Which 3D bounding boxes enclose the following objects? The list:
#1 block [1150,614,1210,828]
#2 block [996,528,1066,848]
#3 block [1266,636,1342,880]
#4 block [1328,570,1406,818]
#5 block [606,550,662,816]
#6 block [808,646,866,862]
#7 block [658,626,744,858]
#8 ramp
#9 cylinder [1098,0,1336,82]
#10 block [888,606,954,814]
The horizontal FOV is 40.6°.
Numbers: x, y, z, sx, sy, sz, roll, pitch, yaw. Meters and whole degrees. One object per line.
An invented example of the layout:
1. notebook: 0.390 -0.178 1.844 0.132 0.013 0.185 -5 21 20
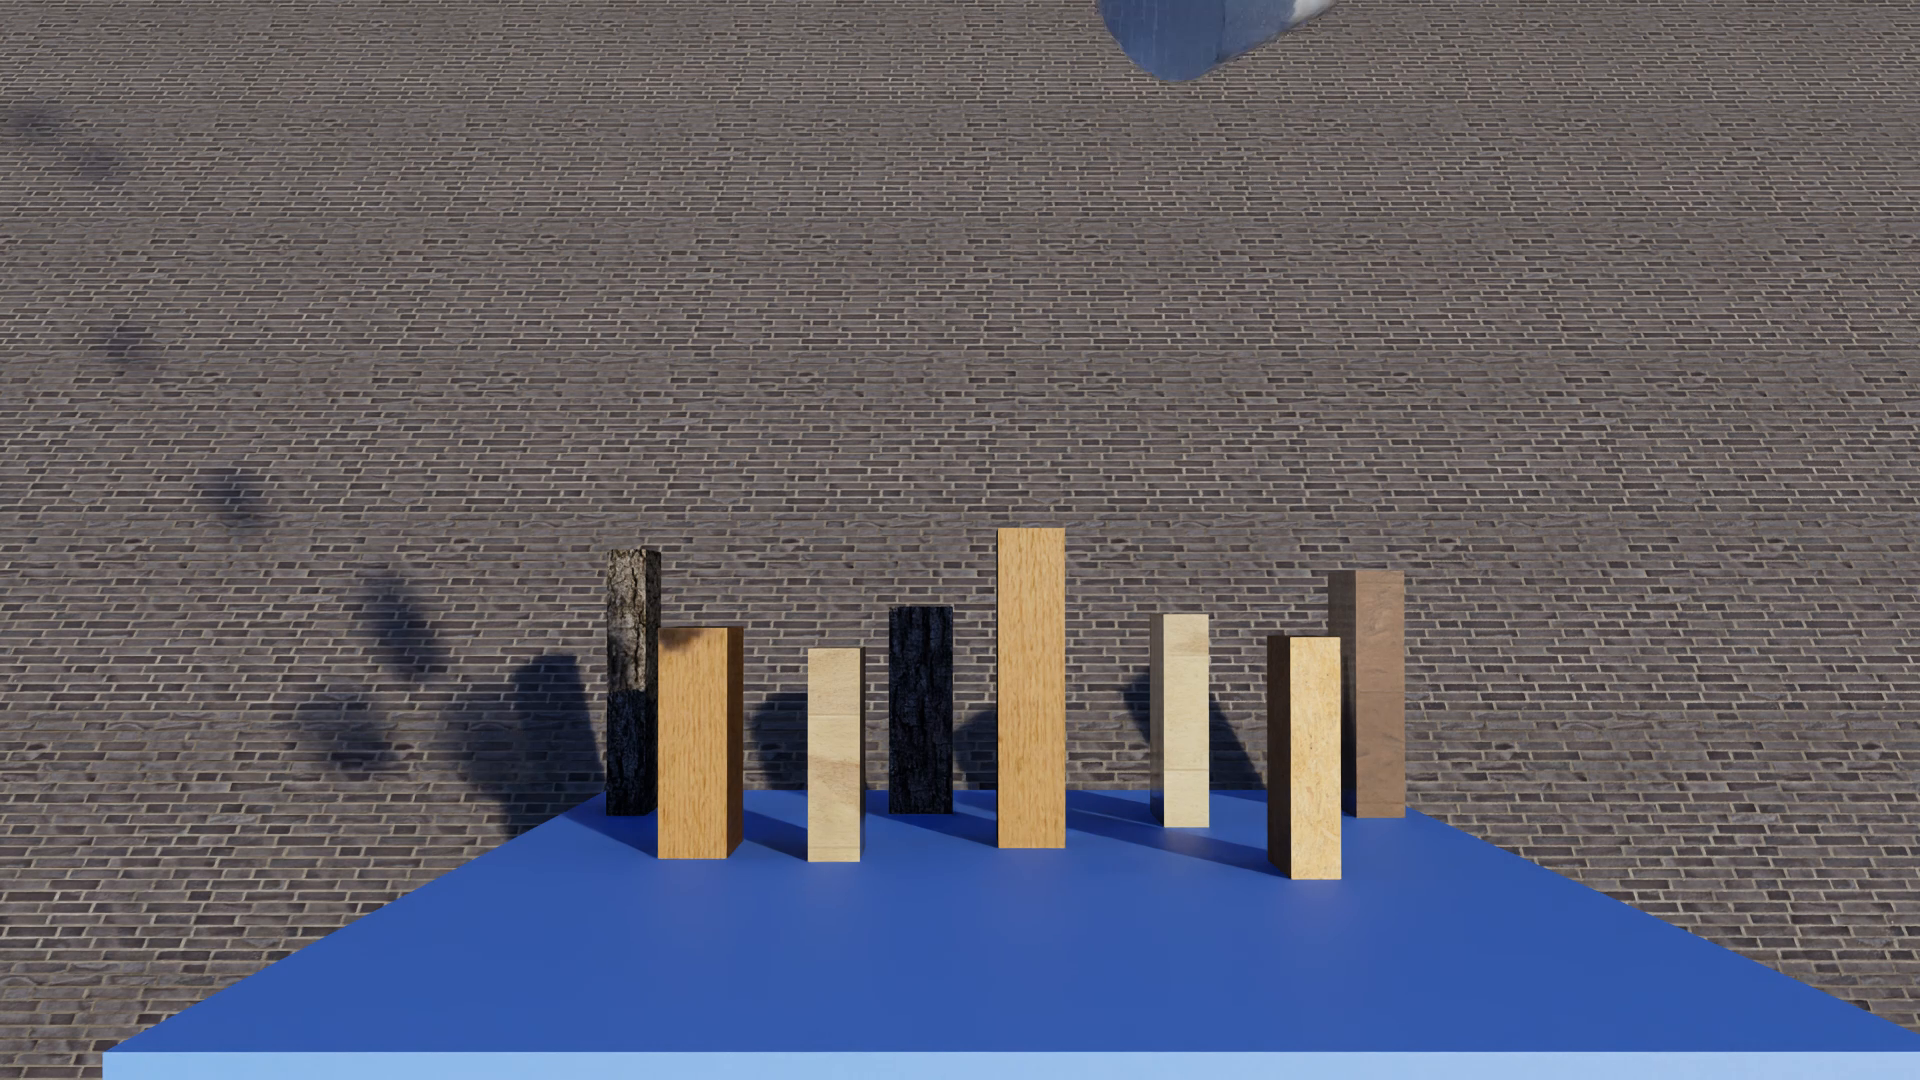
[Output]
1. block: 0.493 0.399 5.867 0.098 0.463 0.419 0 -1 0
2. block: 0.143 0.298 5.304 0.133 0.637 0.272 0 -1 0
3. block: 0.627 0.389 4.752 0.088 0.426 0.353 0 -1 0
4. block: 0.957 0.356 6.129 0.110 0.562 0.445 0 -1 0
5. block: -0.768 0.332 6.128 0.088 0.612 0.312 0 -1 0
6. block: -0.238 0.409 5.044 0.098 0.401 0.300 0 -1 0
7. block: -0.510 0.392 5.138 0.131 0.440 0.372 0 -1 0
8. ramp: 0.075 0.653 4.796 2.000 0.100 4.000 0 -1 0
9. cylinder: 0.262 -0.581 2.617 0.183 0.183 0.183 -31 44 -31
10. block: -0.091 0.398 6.140 0.148 0.481 0.243 0 -1 0
